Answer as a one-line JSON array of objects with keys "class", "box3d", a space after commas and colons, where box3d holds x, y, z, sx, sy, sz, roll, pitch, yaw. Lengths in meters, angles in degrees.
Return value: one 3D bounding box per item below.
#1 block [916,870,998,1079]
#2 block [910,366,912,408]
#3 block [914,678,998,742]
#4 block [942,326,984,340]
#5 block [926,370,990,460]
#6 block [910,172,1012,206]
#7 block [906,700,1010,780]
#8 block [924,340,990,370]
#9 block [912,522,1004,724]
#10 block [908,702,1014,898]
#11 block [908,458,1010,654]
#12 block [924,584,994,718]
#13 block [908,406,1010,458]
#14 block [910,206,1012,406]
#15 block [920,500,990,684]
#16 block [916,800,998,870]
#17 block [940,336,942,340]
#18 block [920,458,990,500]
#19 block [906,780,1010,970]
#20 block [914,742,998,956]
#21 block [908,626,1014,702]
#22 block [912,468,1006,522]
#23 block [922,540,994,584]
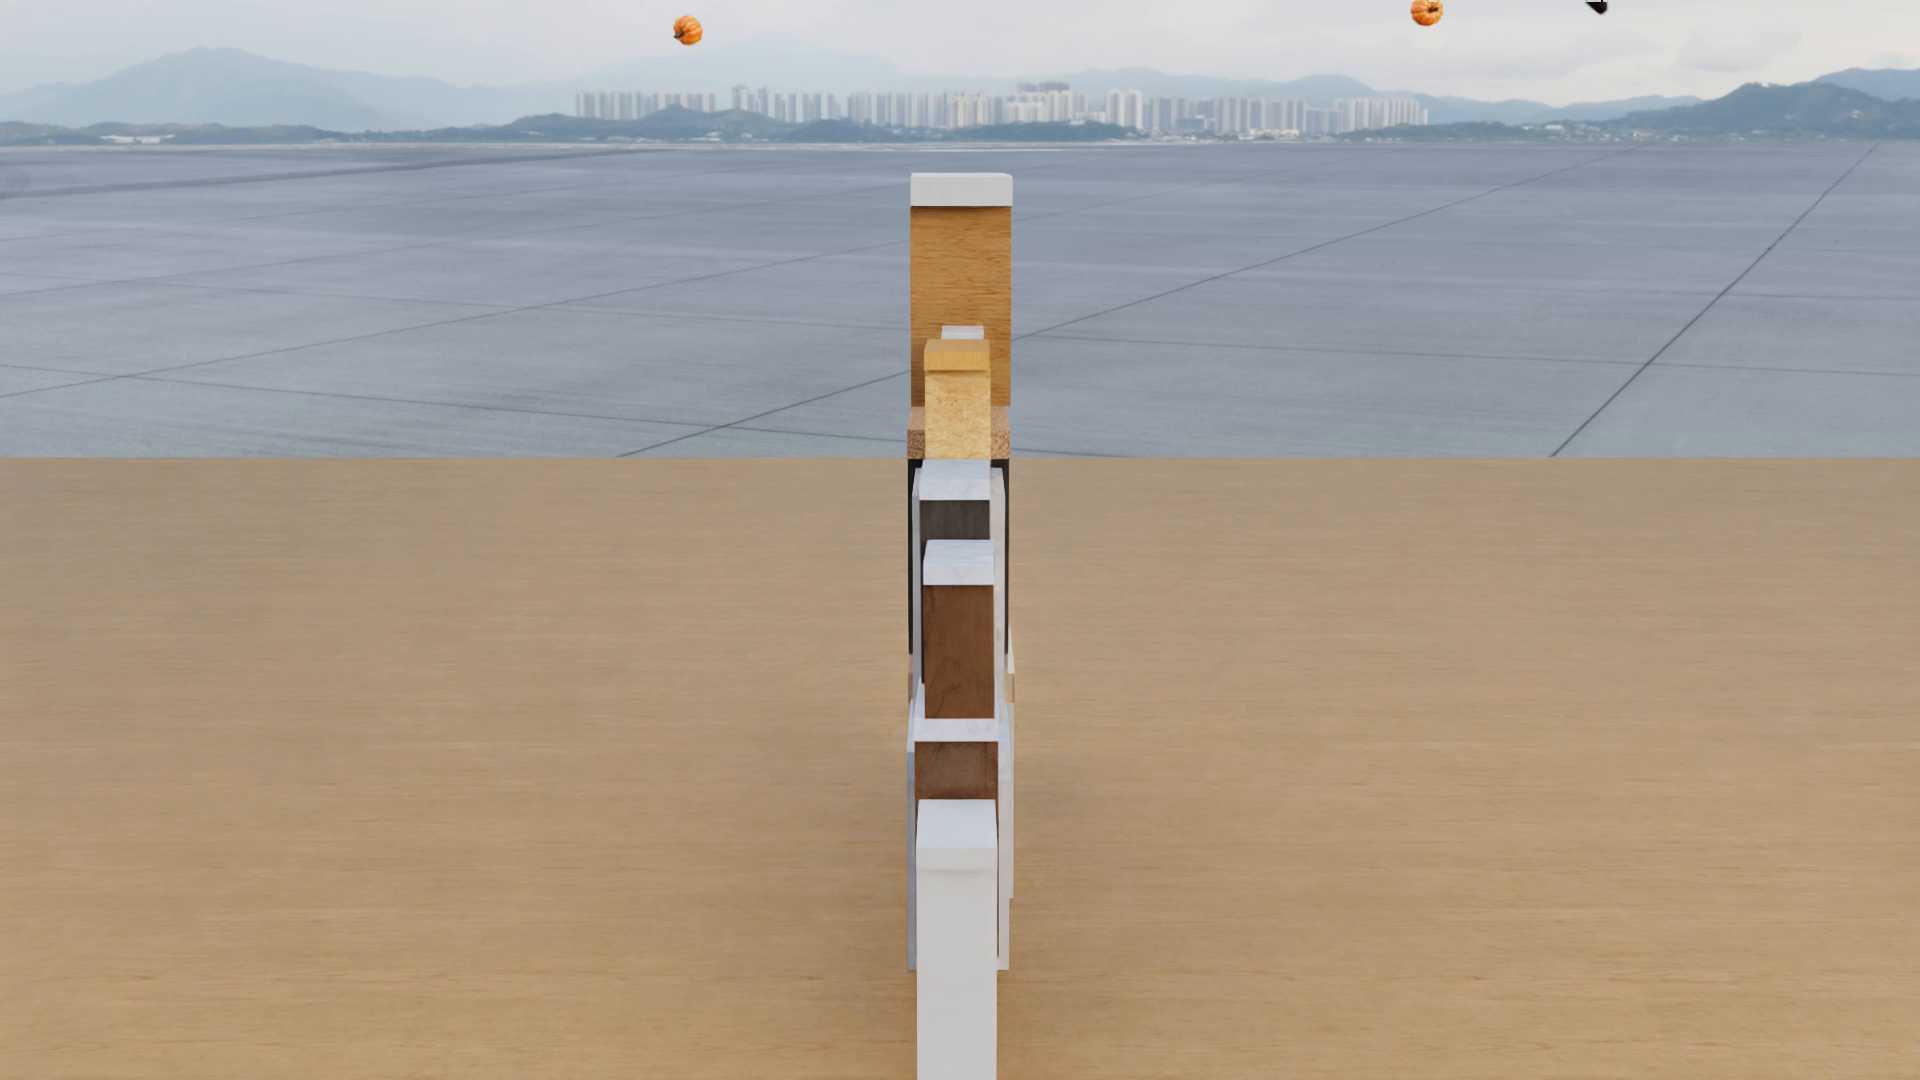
[{"class": "block", "box3d": [-0.004, 0.575, 2.826, 0.102, 0.338, 0.029, 0, 11, 0]}, {"class": "block", "box3d": [-0.005, -0.327, 4.122, 0.175, 0.610, 0.050, 0, 10, 1]}, {"class": "block", "box3d": [-0.004, 0.234, 3.058, 0.113, 0.032, 0.227, 0, 10, 1]}, {"class": "block", "box3d": [0.005, -0.338, 3.625, 0.068, 0.019, 0.137, 0, 11, 0]}, {"class": "block", "box3d": [-0.003, -0.160, 3.280, 0.097, 0.194, 0.027, 0, 11, 0]}, {"class": "block", "box3d": [-0.001, -0.630, 3.945, 0.175, 0.050, 0.350, 0, 11, -1]}, {"class": "block", "box3d": [-0.002, 0.306, 3.397, 0.153, 0.043, 0.307, 0, 11, 0]}, {"class": "block", "box3d": [-0.003, -0.281, 3.324, 0.097, 0.027, 0.193, 0, 11, 1]}, {"class": "block", "box3d": [-0.002, 0.122, 3.386, 0.140, 0.322, 0.040, 0, 11, 0]}, {"class": "block", "box3d": [0.002, 0.421, 3.638, 0.172, 0.344, 0.049, 0, 11, 0]}, {"class": "block", "box3d": [-0.003, 0.022, 3.666, 0.167, 0.334, 0.047, 0, 11, 0]}, {"class": "block", "box3d": [-0.001, 0.145, 2.937, 0.093, 0.186, 0.026, 0, 10, 1]}, {"class": "block", "box3d": [-0.002, -0.186, 3.740, 0.167, 0.047, 0.334, 0, 11, 0]}, {"class": "block", "box3d": [0.001, -0.412, 3.869, 0.175, 0.350, 0.050, 0, 10, 0]}, {"class": "block", "box3d": [-0.006, 0.070, 3.120, 0.099, 0.268, 0.028, 0, 10, 1]}, {"class": "block", "box3d": [-0.004, 0.382, 2.860, 0.102, 0.029, 0.204, 0, 11, 0]}, {"class": "block", "box3d": [-0.003, -0.340, 3.758, 0.058, 0.016, 0.116, 0, 11, 0]}, {"class": "block", "box3d": [-0.006, -0.088, 3.158, 0.099, 0.028, 0.197, 0, 11, 1]}, {"class": "block", "box3d": [-0.002, 0.497, 3.329, 0.153, 0.307, 0.043, 0, 11, 0]}, {"class": "block", "box3d": [-0.004, 0.417, 3.014, 0.113, 0.312, 0.032, 0, 10, 1]}, {"class": "block", "box3d": [0.002, 0.207, 3.715, 0.172, 0.049, 0.344, 0, 11, 0]}, {"class": "block", "box3d": [-0.002, -0.072, 3.444, 0.140, 0.040, 0.280, 0, 11, 0]}, {"class": "block", "box3d": [0.000, 0.029, 2.979, 0.093, 0.026, 0.186, 0, 10, 1]}]
